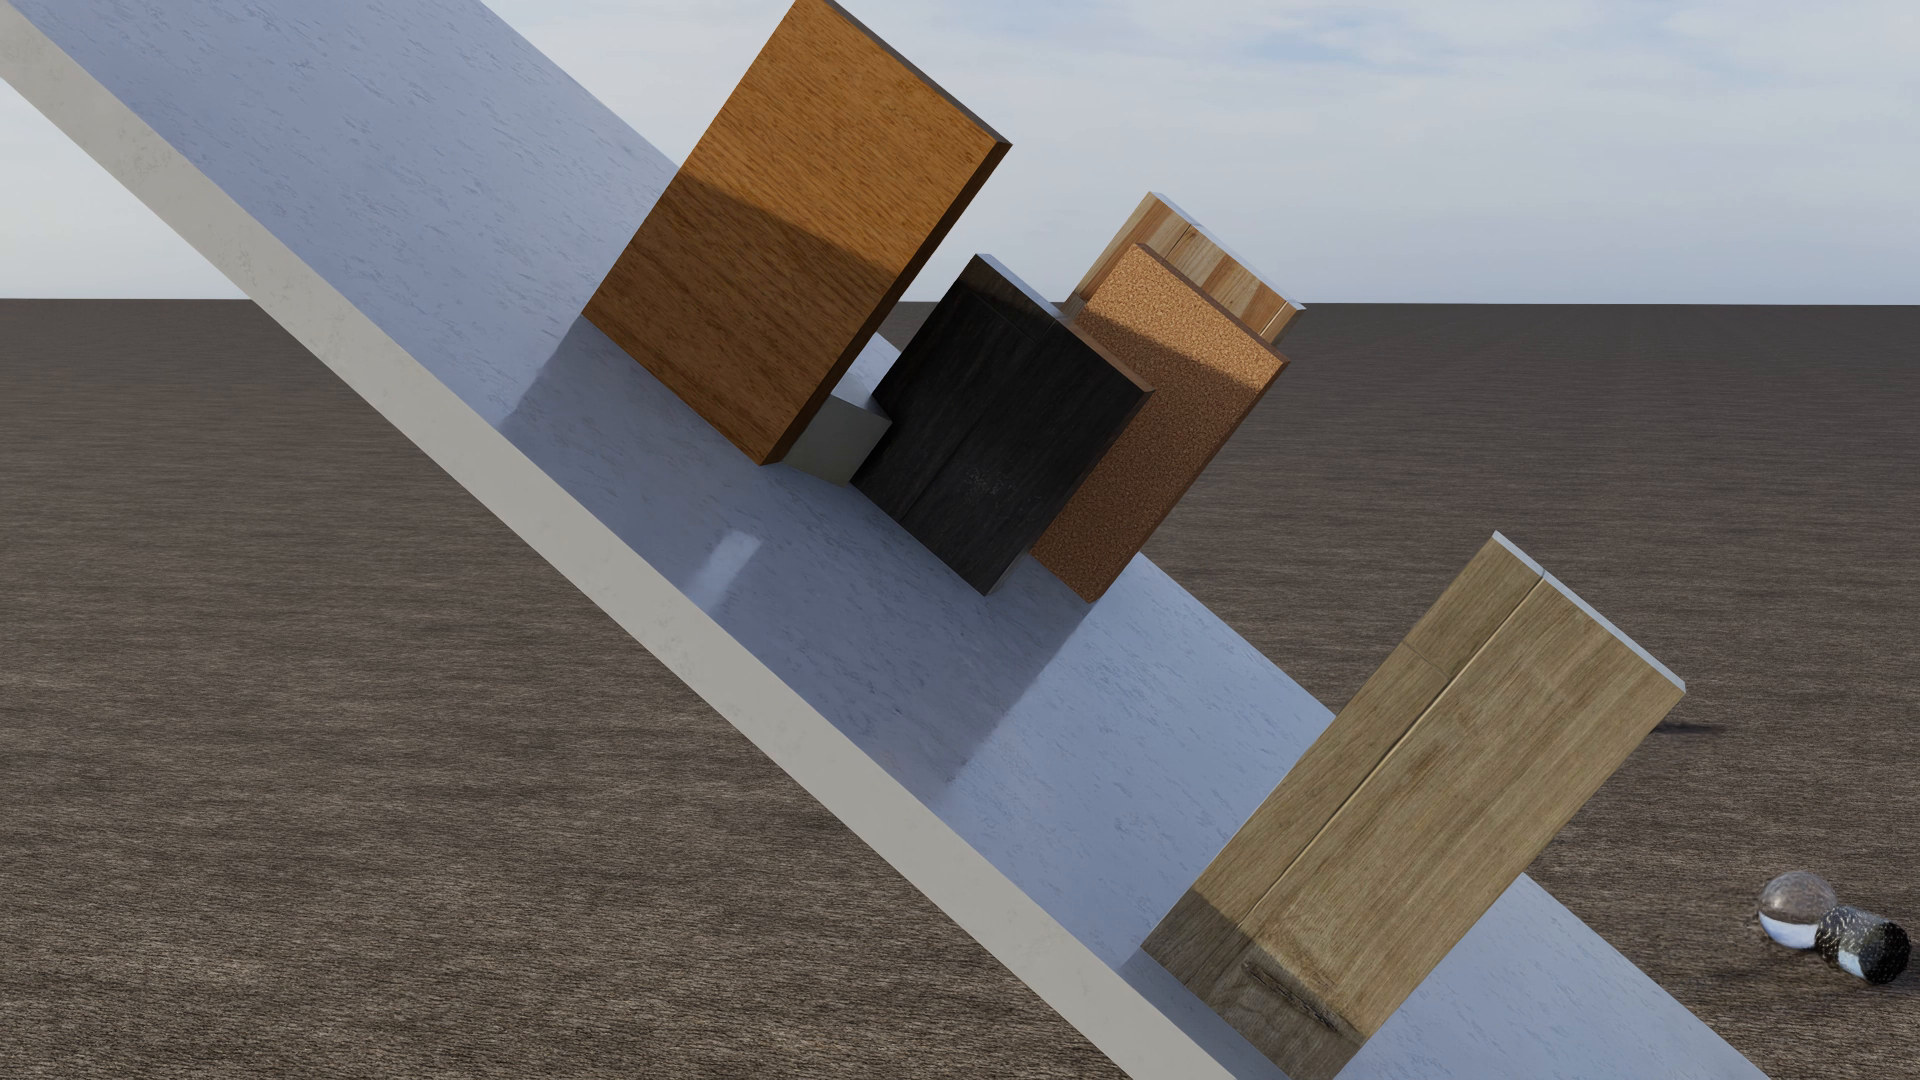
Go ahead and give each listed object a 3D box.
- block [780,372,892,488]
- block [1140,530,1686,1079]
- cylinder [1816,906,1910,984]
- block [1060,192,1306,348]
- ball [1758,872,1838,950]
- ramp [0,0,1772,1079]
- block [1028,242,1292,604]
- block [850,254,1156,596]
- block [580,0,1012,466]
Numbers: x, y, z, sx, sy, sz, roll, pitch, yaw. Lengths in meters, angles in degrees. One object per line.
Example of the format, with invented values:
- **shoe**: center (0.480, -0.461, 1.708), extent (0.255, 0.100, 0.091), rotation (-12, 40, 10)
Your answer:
- **block**: center (-0.251, -0.218, 3.950), extent (0.153, 0.153, 0.153), rotation (22, 22, -43)
- **block**: center (0.611, 0.382, 3.024), extent (0.318, 0.762, 0.084), rotation (40, 16, 9)
- **cylinder**: center (2.384, 1.069, 5.811), extent (0.164, 0.164, 0.164), rotation (-2, 7, -19)
- **block**: center (0.355, -0.340, 4.636), extent (0.391, 0.679, 0.131), rotation (40, 16, 9)
- **ball**: center (2.303, 1.020, 6.044), extent (0.207, 0.207, 0.207), rotation (0, 7, 0)
- **ramp**: center (-0.030, 0.083, 4.054), extent (4.000, 0.100, 2.000), rotation (40, 16, 9)
- **block**: center (0.312, -0.230, 4.362), extent (0.372, 0.611, 0.109), rotation (40, 16, 9)
- **block**: center (0.050, -0.208, 3.984), extent (0.393, 0.475, 0.093), rotation (40, 16, 9)
- **block**: center (-0.287, -0.529, 3.761), extent (0.423, 0.689, 0.096), rotation (40, 16, 9)
